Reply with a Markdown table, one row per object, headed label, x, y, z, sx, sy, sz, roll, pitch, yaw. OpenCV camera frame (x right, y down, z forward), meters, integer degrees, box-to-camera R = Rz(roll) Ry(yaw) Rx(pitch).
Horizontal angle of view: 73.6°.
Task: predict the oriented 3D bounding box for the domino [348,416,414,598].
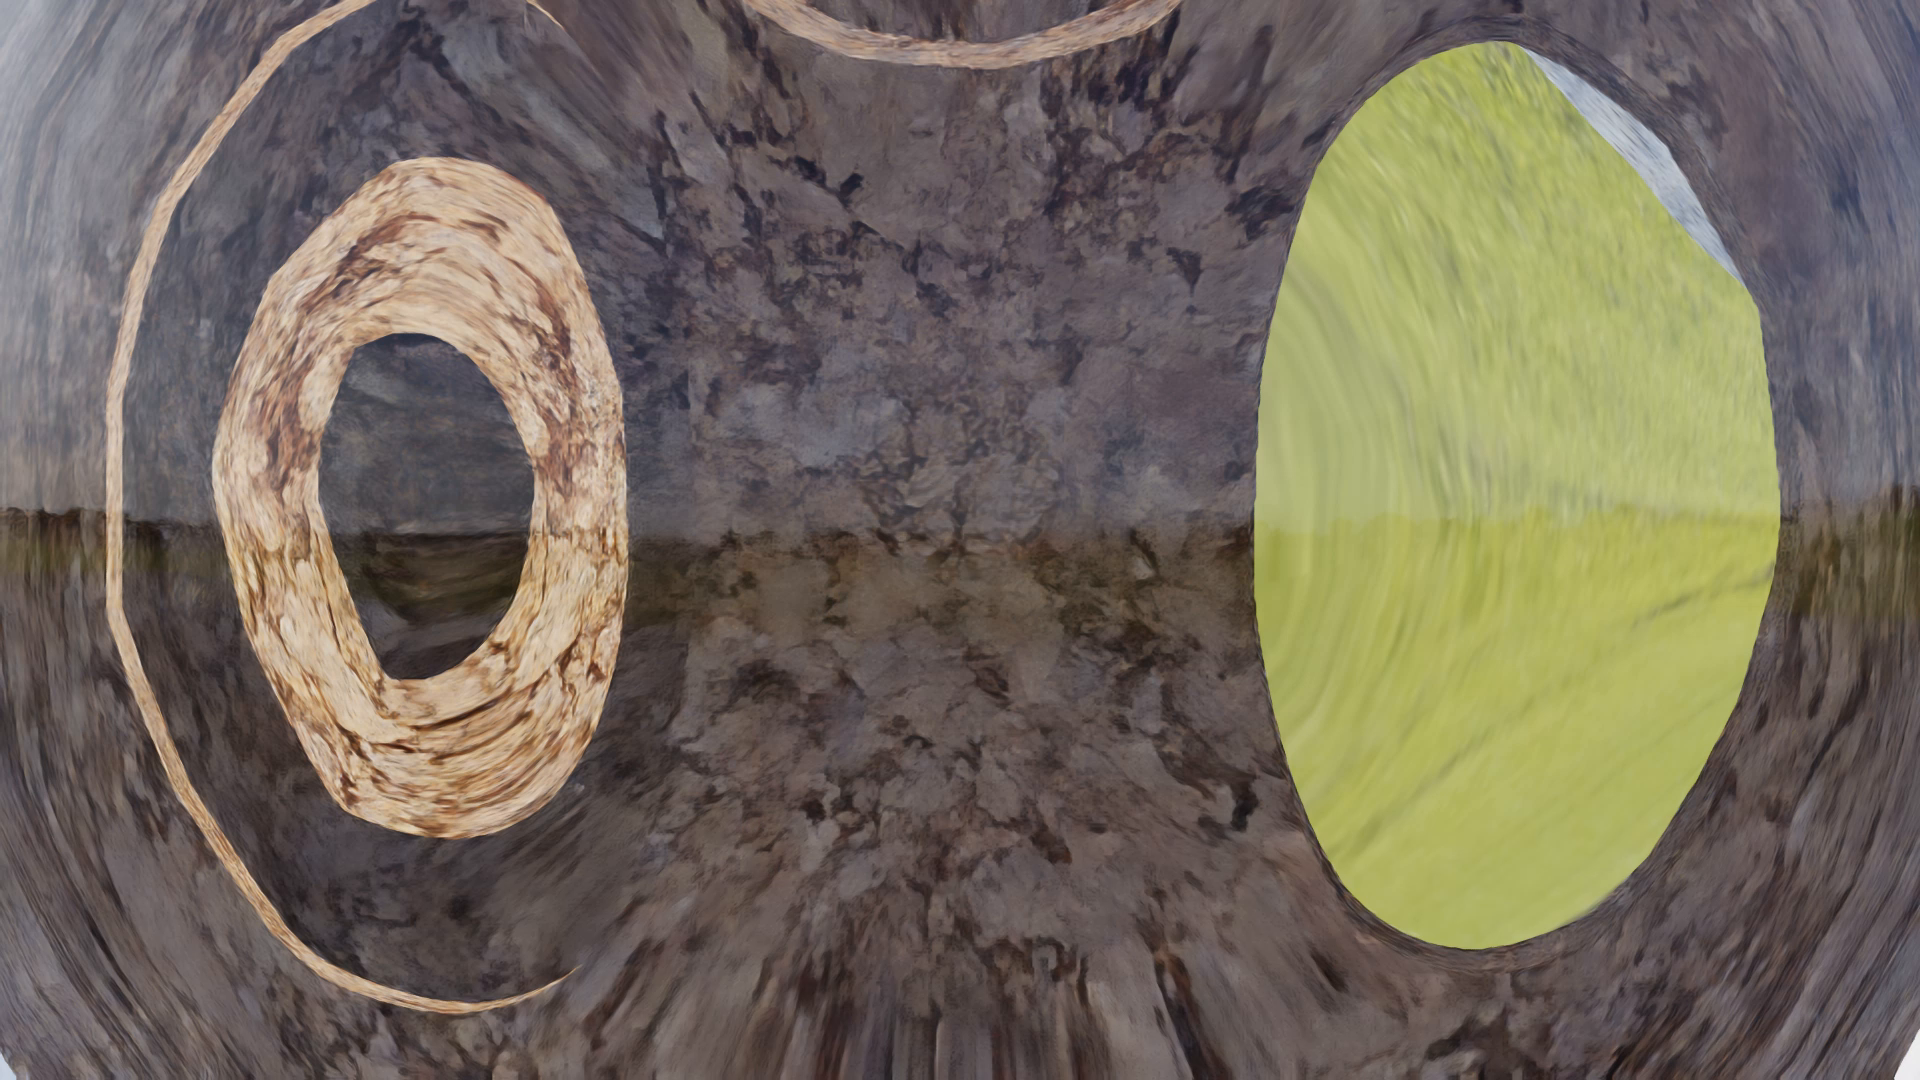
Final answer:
| label | x | y | z | sx | sy | sz | roll | pitch | yaw |
| --- | --- | --- | --- | --- | --- | --- | --- | --- | --- |
| domino | -0.164 | -0.010 | 0.364 | 0.009 | 0.050 | 0.025 | -1 | 4 | -10 |

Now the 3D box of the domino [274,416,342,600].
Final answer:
| label | x | y | z | sx | sy | sz | roll | pitch | yaw |
| --- | --- | --- | --- | --- | --- | --- | --- | --- | --- |
| domino | -0.183 | -0.009 | 0.360 | 0.010 | 0.050 | 0.025 | -1 | 4 | -13 |

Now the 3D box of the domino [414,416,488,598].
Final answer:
| label | x | y | z | sx | sy | sz | roll | pitch | yaw |
| --- | --- | --- | --- | --- | --- | --- | --- | --- | --- |
| domino | -0.145 | -0.010 | 0.366 | 0.009 | 0.050 | 0.025 | 0 | 4 | 0 |

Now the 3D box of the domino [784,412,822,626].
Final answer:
| label | x | y | z | sx | sy | sz | roll | pitch | yaw |
| --- | --- | --- | --- | --- | --- | --- | --- | --- | --- |
| domino | -0.029 | -0.006 | 0.309 | 0.025 | 0.050 | 0.009 | -3 | 5 | -37 |

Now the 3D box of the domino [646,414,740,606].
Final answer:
| label | x | y | z | sx | sy | sz | roll | pitch | yaw |
| --- | --- | --- | --- | --- | --- | --- | --- | --- | --- |
| domino | -0.072 | -0.008 | 0.346 | 0.009 | 0.050 | 0.025 | 2 | 5 | 30 |

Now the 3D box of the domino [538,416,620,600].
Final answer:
| label | x | y | z | sx | sy | sz | roll | pitch | yaw |
| --- | --- | --- | --- | --- | --- | --- | --- | --- | --- |
| domino | -0.107 | -0.010 | 0.361 | 0.010 | 0.050 | 0.025 | 1 | 4 | 15 |

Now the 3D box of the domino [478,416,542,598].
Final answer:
| label | x | y | z | sx | sy | sz | roll | pitch | yaw |
| --- | --- | --- | --- | --- | --- | --- | --- | --- | --- |
| domino | -0.126 | -0.010 | 0.365 | 0.009 | 0.050 | 0.025 | 1 | 4 | 7 |

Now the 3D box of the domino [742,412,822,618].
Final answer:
| label | x | y | z | sx | sy | sz | roll | pitch | yaw |
| --- | --- | --- | --- | --- | --- | --- | --- | --- | --- |
| domino | -0.041 | -0.007 | 0.323 | 0.010 | 0.050 | 0.025 | 4 | 6 | 45 |

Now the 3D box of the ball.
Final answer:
| label | x | y | z | sx | sy | sz | roll | pitch | yaw |
| --- | --- | --- | --- | --- | --- | --- | --- | --- | --- |
| ball | 0.000 | -0.002 | 0.056 | 0.080 | 0.080 | 0.080 | 0 | 4 | 0 |

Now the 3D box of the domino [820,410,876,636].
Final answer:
| label | x | y | z | sx | sy | sz | roll | pitch | yaw |
| --- | --- | --- | --- | --- | --- | --- | --- | --- | --- |
| domino | -0.018 | -0.004 | 0.293 | 0.025 | 0.050 | 0.009 | -2 | 5 | -30 |

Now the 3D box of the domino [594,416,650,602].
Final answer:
| label | x | y | z | sx | sy | sz | roll | pitch | yaw |
| --- | --- | --- | --- | --- | --- | --- | --- | --- | --- |
| domino | -0.089 | -0.009 | 0.355 | 0.009 | 0.050 | 0.025 | 2 | 5 | 23 |

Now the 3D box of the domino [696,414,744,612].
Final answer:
| label | x | y | z | sx | sy | sz | roll | pitch | yaw |
| --- | --- | --- | --- | --- | --- | --- | --- | --- | --- |
| domino | -0.056 | -0.008 | 0.336 | 0.010 | 0.050 | 0.025 | 3 | 5 | 38 |

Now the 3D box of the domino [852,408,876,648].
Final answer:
| label | x | y | z | sx | sy | sz | roll | pitch | yaw |
| --- | --- | --- | --- | --- | --- | --- | --- | --- | --- |
| domino | -0.010 | -0.003 | 0.276 | 0.025 | 0.050 | 0.009 | -2 | 5 | -22 |

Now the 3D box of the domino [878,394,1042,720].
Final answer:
| label | x | y | z | sx | sy | sz | roll | pitch | yaw |
| --- | --- | --- | --- | --- | --- | --- | --- | --- | --- |
| domino | 0.000 | 0.002 | 0.201 | 0.025 | 0.050 | 0.009 | 0 | 4 | 0 |

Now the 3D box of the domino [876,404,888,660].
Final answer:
| label | x | y | z | sx | sy | sz | roll | pitch | yaw |
| --- | --- | --- | --- | --- | --- | --- | --- | --- | --- |
| domino | -0.004 | -0.002 | 0.258 | 0.025 | 0.050 | 0.009 | -1 | 4 | -15 |

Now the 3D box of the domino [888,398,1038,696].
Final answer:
| label | x | y | z | sx | sy | sz | roll | pitch | yaw |
| --- | --- | --- | --- | --- | --- | --- | --- | --- | --- |
| domino | 0.001 | 0.001 | 0.220 | 0.025 | 0.050 | 0.009 | 0 | 4 | 1 |
